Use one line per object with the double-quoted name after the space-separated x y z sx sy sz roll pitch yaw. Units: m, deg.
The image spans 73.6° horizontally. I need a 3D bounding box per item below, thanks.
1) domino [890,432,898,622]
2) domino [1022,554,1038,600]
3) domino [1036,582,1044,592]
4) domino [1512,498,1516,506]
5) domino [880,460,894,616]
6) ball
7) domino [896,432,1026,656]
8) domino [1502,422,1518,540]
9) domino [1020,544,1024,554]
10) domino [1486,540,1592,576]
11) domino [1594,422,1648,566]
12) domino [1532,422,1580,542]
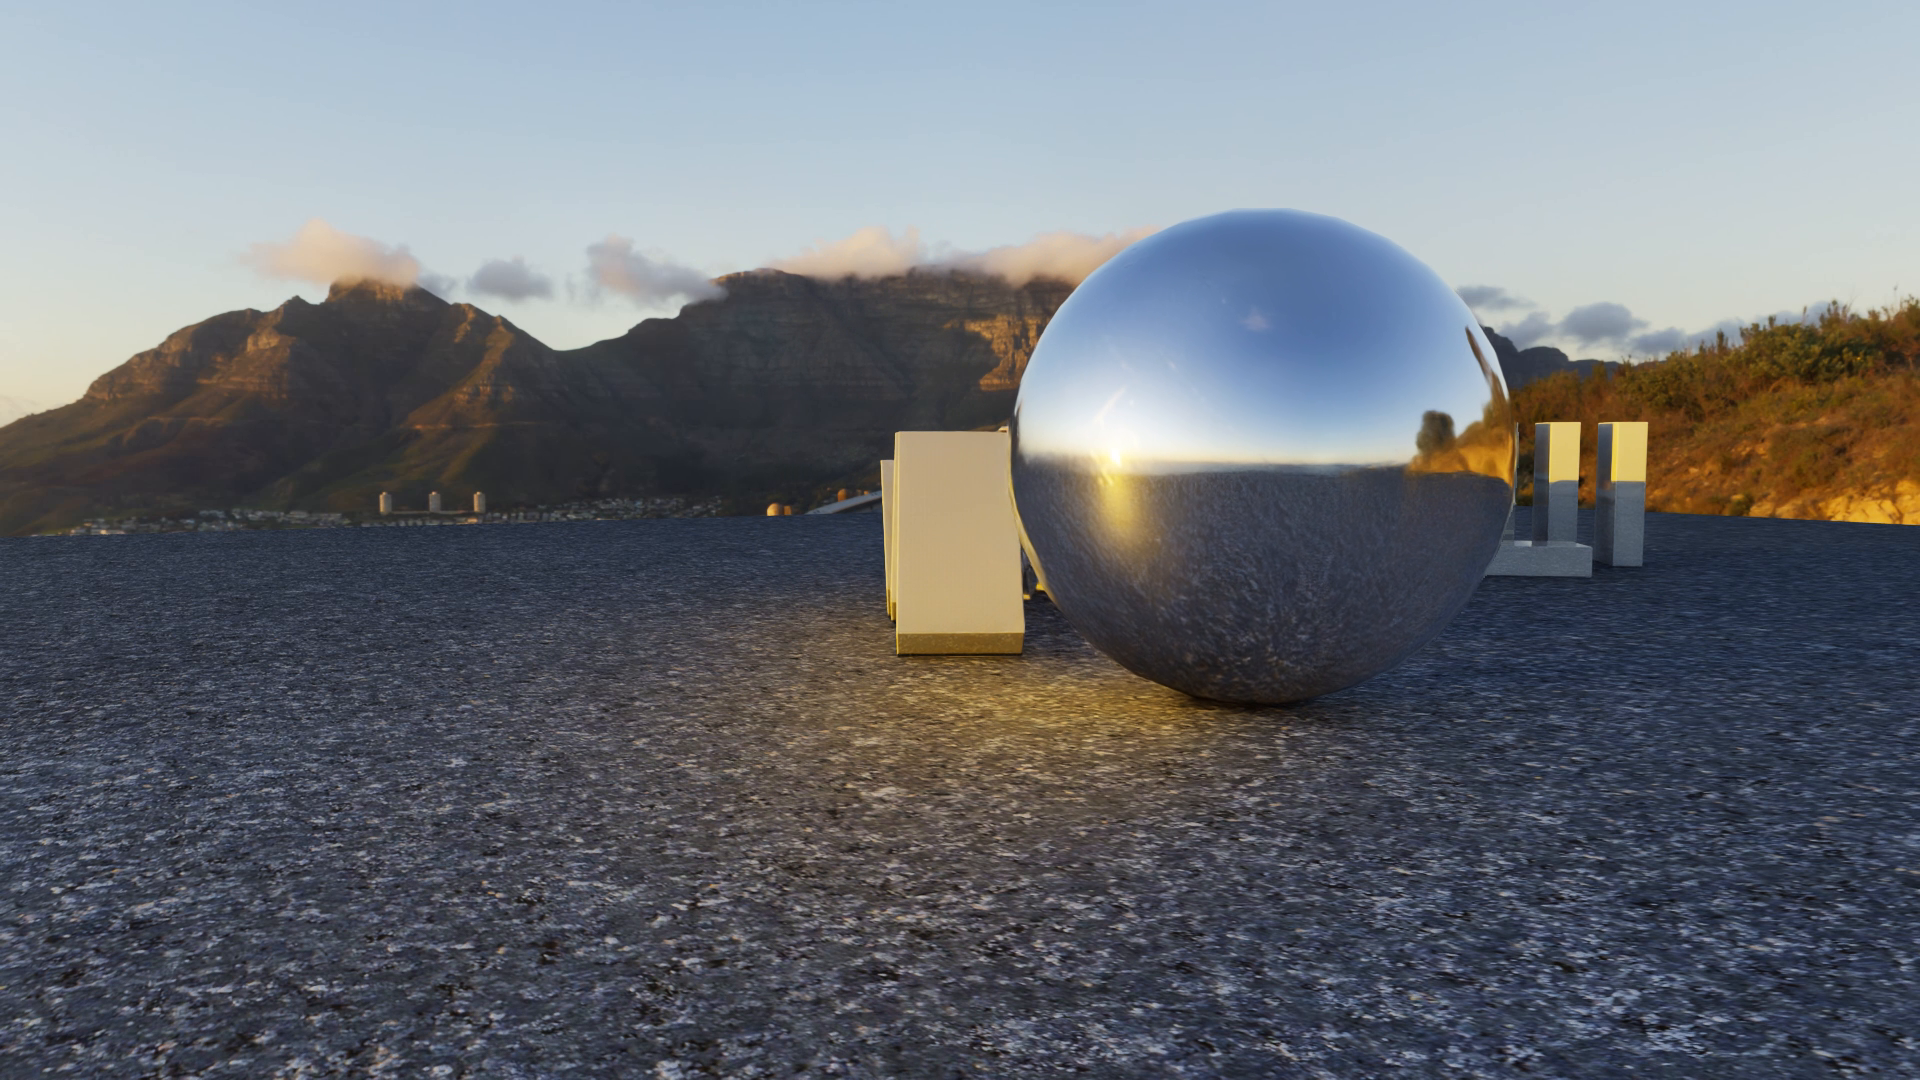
-0.004 -0.004 0.315 0.025 0.050 0.009 0 -34 -1 "domino"
0.014 -0.001 0.372 0.025 0.010 0.050 2 32 20 "domino"
0.024 -0.003 0.391 0.025 0.009 0.050 2 33 22 "domino"
0.158 -0.005 0.431 0.050 0.010 0.025 -26 -1 8 "domino"
-0.007 -0.002 0.332 0.025 0.009 0.050 -3 42 -3 "domino"
0.048 -0.013 0.210 0.080 0.080 0.080 0 4 0 "ball"
0.000 0.000 0.267 0.025 0.050 0.010 0 -34 -2 "domino"
0.193 -0.017 0.465 0.009 0.050 0.025 1 4 8 "domino"
0.004 0.001 0.352 0.025 0.009 0.050 1 32 16 "domino"
0.180 0.006 0.428 0.050 0.010 0.025 1 4 11 "domino"
0.235 -0.017 0.457 0.009 0.050 0.025 1 4 12 "domino"
0.214 -0.017 0.461 0.009 0.050 0.025 1 4 12 "domino"
